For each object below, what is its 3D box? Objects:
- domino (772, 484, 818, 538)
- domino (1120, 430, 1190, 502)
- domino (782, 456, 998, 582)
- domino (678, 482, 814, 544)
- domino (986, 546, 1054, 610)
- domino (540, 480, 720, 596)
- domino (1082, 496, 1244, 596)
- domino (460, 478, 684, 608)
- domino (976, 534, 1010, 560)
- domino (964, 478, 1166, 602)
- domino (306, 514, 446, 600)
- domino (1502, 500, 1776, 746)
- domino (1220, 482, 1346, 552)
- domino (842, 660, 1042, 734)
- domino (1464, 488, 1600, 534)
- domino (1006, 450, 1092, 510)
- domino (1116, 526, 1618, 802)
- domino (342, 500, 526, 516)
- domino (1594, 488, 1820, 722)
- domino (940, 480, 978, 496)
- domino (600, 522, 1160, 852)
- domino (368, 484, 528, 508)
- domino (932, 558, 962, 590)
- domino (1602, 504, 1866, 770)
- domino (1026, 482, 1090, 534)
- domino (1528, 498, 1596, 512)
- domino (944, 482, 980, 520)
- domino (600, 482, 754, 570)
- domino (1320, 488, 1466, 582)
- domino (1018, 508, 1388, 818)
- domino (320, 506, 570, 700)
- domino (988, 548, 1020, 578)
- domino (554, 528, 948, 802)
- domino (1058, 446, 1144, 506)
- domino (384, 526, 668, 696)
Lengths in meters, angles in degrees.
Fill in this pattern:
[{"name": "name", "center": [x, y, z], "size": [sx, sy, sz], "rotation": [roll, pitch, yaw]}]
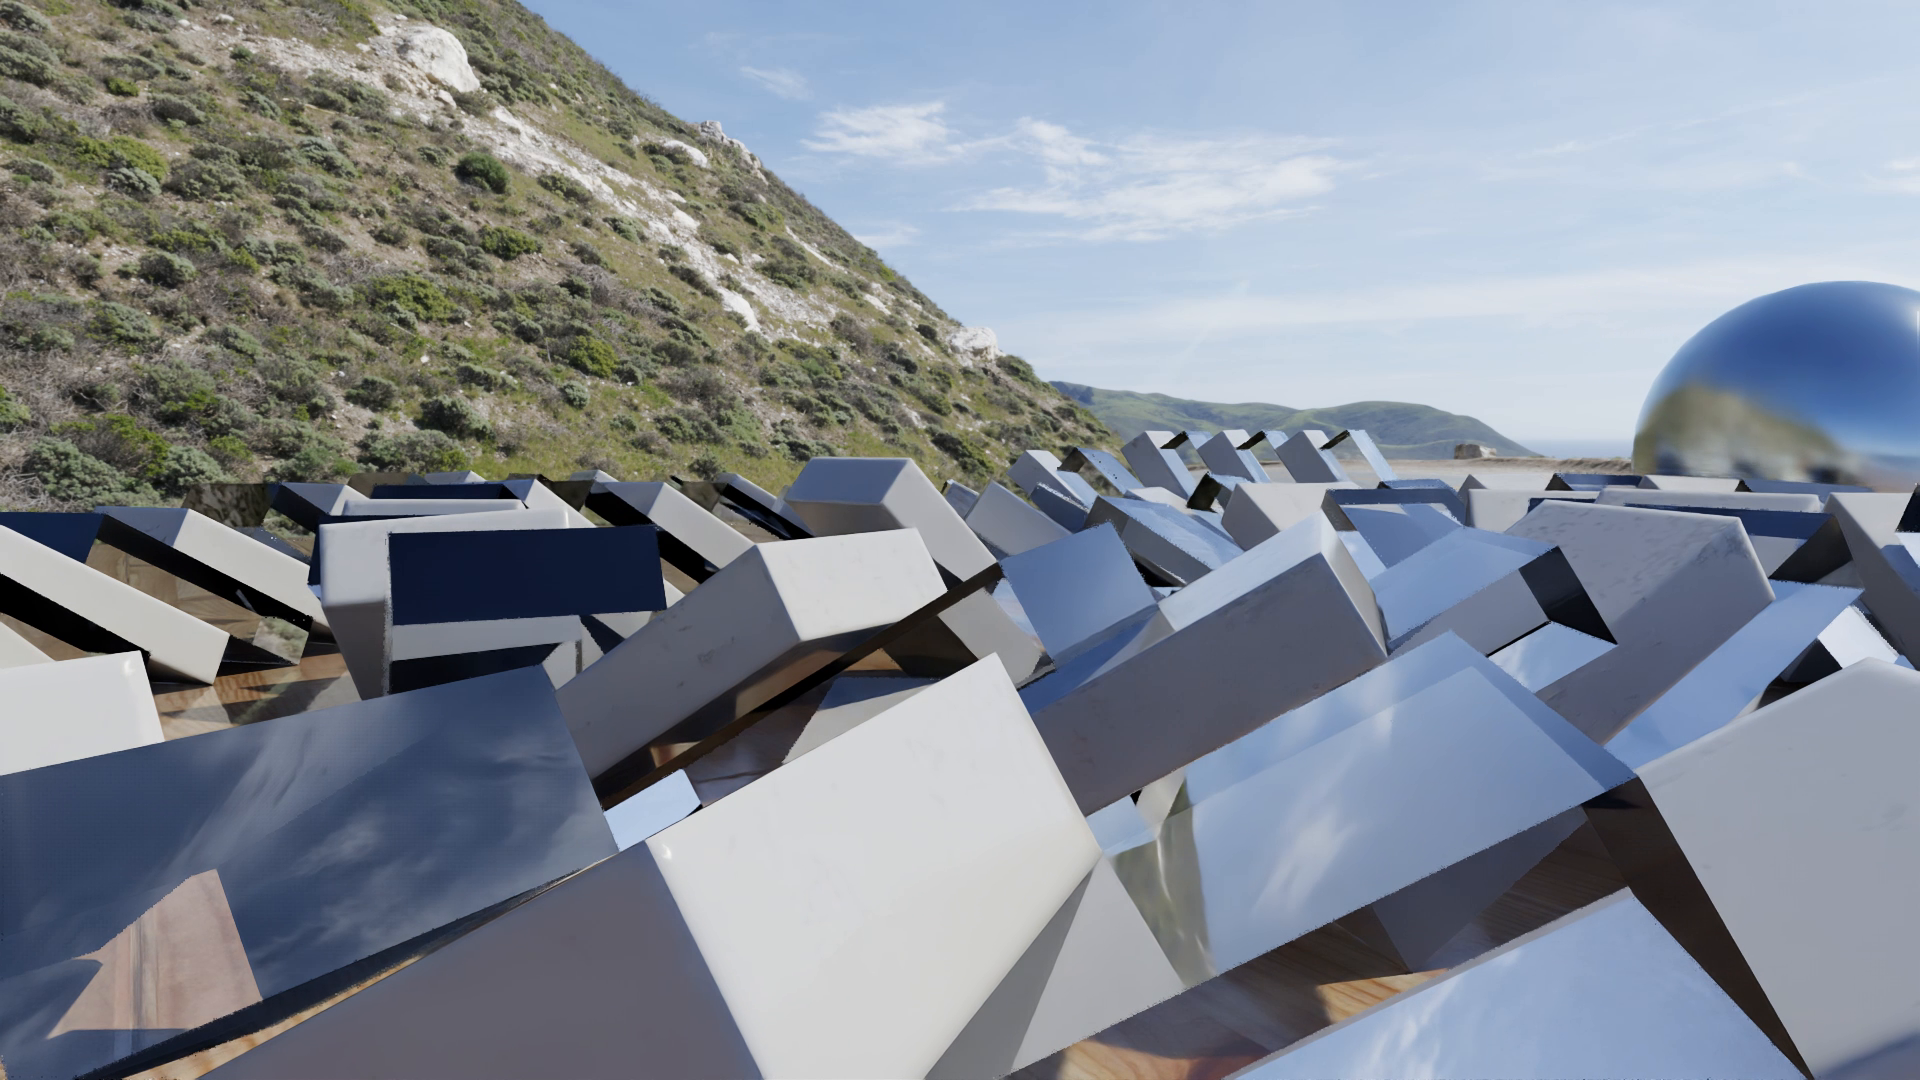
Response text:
[{"name": "domino", "center": [-0.021, 0.003, 0.306], "size": [0.050, 0.010, 0.025], "rotation": [29, -2, -13]}, {"name": "domino", "center": [0.069, -0.009, 0.384], "size": [0.009, 0.050, 0.025], "rotation": [-37, -13, 25]}, {"name": "domino", "center": [-0.005, 0.006, 0.222], "size": [0.025, 0.010, 0.050], "rotation": [4, -36, 45]}, {"name": "domino", "center": [-0.039, 0.004, 0.290], "size": [0.050, 0.010, 0.025], "rotation": [34, -15, -30]}, {"name": "domino", "center": [-0.003, 0.002, 0.311], "size": [0.050, 0.009, 0.025], "rotation": [30, -2, -9]}, {"name": "domino", "center": [-0.065, 0.005, 0.257], "size": [0.025, 0.009, 0.050], "rotation": [0, -29, 37]}, {"name": "domino", "center": [0.050, 0.007, 0.254], "size": [0.025, 0.010, 0.050], "rotation": [4, 25, -46]}, {"name": "domino", "center": [-0.073, 0.006, 0.239], "size": [0.025, 0.009, 0.050], "rotation": [-1, -30, 29]}, {"name": "domino", "center": [0.006, 0.006, 0.246], "size": [0.050, 0.009, 0.025], "rotation": [33, 2, -5]}, {"name": "domino", "center": [0.024, 0.006, 0.246], "size": [0.050, 0.009, 0.025], "rotation": [34, 4, -2]}, {"name": "domino", "center": [-0.069, 0.012, 0.181], "size": [0.025, 0.009, 0.050], "rotation": [-1, -26, -7]}, {"name": "domino", "center": [0.052, 0.015, 0.129], "size": [0.050, 0.009, 0.025], "rotation": [-35, 15, -11]}, {"name": "domino", "center": [0.072, 0.007, 0.237], "size": [0.025, 0.010, 0.050], "rotation": [-1, 37, -24]}, {"name": "domino", "center": [-0.001, 0.025, 0.172], "size": [0.025, 0.009, 0.050], "rotation": [0, 4, 1]}, {"name": "domino", "center": [0.092, 0.010, 0.196], "size": [0.025, 0.009, 0.050], "rotation": [2, 37, 16]}, {"name": "domino", "center": [0.039, -0.007, 0.393], "size": [0.050, 0.009, 0.025], "rotation": [44, 16, 12]}, {"name": "domino", "center": [0.031, 0.017, 0.119], "size": [0.050, 0.009, 0.025], "rotation": [-31, 1, 6]}, {"name": "domino", "center": [-0.074, 0.010, 0.200], "size": [0.025, 0.009, 0.050], "rotation": [0, -28, 2]}, {"name": "domino", "center": [0.081, 0.013, 0.153], "size": [0.025, 0.009, 0.050], "rotation": [5, 42, 49]}, {"name": "domino", "center": [0.017, -0.002, 0.391], "size": [0.050, 0.009, 0.025], "rotation": [28, 5, 1]}, {"name": "domino", "center": [-0.008, 0.016, 0.121], "size": [0.050, 0.009, 0.025], "rotation": [-32, -7, 27]}, {"name": "domino", "center": [-0.076, 0.008, 0.221], "size": [0.025, 0.009, 0.050], "rotation": [0, -30, 19]}, {"name": "domino", "center": [-0.010, 0.013, 0.195], "size": [0.025, 0.009, 0.050], "rotation": [-6, -20, 21]}, {"name": "domino", "center": [0.067, 0.015, 0.137], "size": [0.050, 0.009, 0.025], "rotation": [-36, 16, -15]}, {"name": "domino", "center": [0.039, 0.002, 0.317], "size": [0.050, 0.009, 0.025], "rotation": [30, 6, 3]}, {"name": "domino", "center": [0.089, 0.012, 0.175], "size": [0.025, 0.009, 0.050], "rotation": [2, 37, 30]}, {"name": "domino", "center": [0.018, 0.002, 0.317], "size": [0.050, 0.009, 0.025], "rotation": [30, 3, 0]}, {"name": "domino", "center": [-0.053, 0.005, 0.274], "size": [0.025, 0.009, 0.050], "rotation": [3, -27, 45]}, {"name": "domino", "center": [0.083, 0.009, 0.219], "size": [0.025, 0.009, 0.050], "rotation": [-1, 36, -13]}, {"name": "domino", "center": [0.013, 0.016, 0.116], "size": [0.050, 0.009, 0.025], "rotation": [-32, -1, 18]}, {"name": "domino", "center": [-0.061, 0.013, 0.158], "size": [0.025, 0.010, 0.050], "rotation": [-5, -25, -19]}, {"name": "domino", "center": [-0.008, -0.003, 0.383], "size": [0.050, 0.009, 0.025], "rotation": [29, -1, -13]}, {"name": "domino", "center": [-0.027, 0.016, 0.133], "size": [0.050, 0.010, 0.025], "rotation": [-33, -14, 29]}, {"name": "domino", "center": [0.054, -0.008, 0.393], "size": [0.050, 0.010, 0.025], "rotation": [47, 21, 22]}, {"name": "domino", "center": [-0.051, 0.015, 0.144], "size": [0.025, 0.009, 0.050], "rotation": [-2, -27, -26]}]
